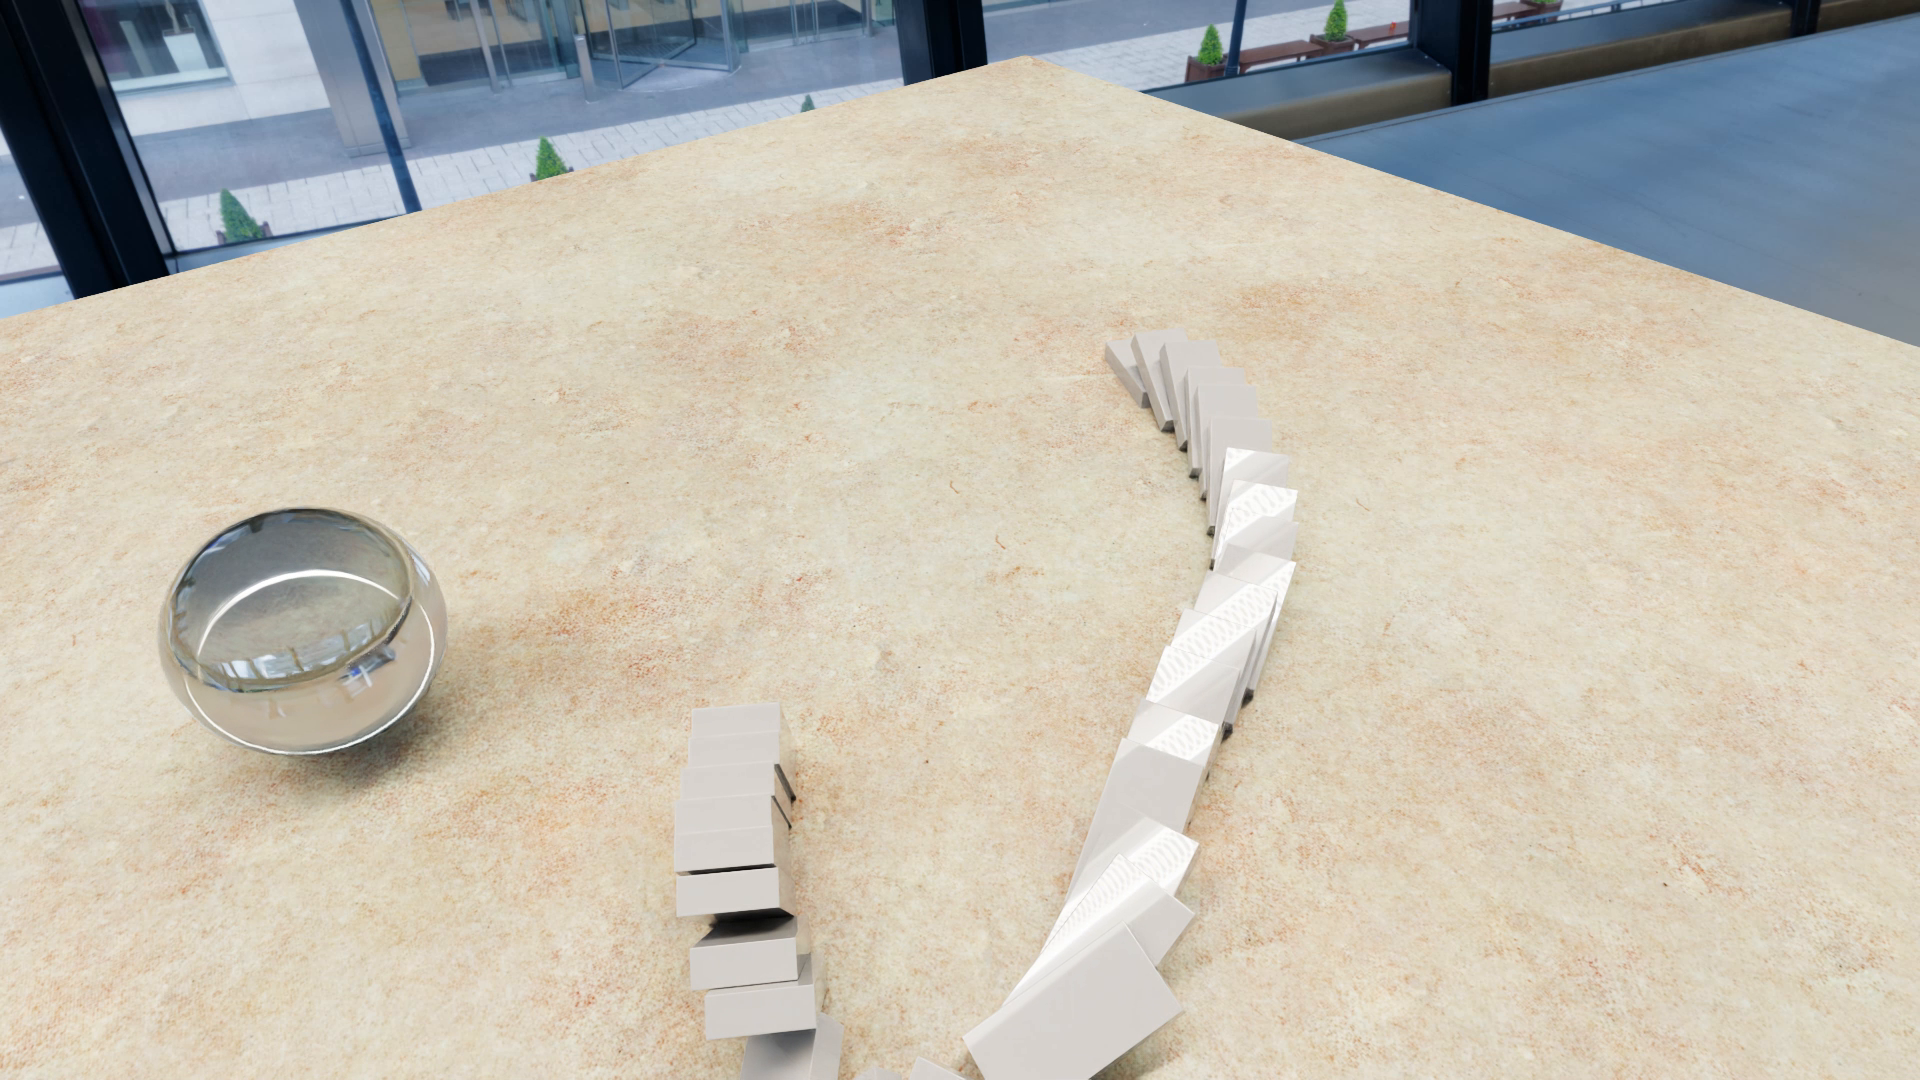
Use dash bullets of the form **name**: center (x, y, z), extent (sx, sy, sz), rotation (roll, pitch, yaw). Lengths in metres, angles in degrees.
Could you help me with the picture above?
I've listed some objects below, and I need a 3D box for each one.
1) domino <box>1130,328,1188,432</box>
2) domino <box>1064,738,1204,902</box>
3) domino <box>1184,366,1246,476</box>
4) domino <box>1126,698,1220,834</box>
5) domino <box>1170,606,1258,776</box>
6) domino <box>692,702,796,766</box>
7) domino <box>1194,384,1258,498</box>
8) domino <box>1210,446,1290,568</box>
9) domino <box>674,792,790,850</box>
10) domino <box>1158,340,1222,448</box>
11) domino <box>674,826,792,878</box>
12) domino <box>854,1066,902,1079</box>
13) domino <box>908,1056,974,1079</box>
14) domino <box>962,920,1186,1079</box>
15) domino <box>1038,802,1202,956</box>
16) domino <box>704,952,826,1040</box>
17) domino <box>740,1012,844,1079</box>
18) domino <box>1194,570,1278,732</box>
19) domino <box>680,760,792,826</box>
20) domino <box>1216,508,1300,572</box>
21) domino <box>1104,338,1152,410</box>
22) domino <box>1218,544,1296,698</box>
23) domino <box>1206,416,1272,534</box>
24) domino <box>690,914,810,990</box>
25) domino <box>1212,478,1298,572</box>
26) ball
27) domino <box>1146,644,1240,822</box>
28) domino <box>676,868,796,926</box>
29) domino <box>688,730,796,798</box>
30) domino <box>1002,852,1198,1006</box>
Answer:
- **domino**: center (0.101, -0.077, 0.521), extent (0.025, 0.010, 0.050), rotation (-9, 65, -11)
- **domino**: center (0.051, 0.086, 0.320), extent (0.025, 0.009, 0.050), rotation (16, 70, 20)
- **domino**: center (0.114, -0.053, 0.489), extent (0.025, 0.010, 0.050), rotation (2, 69, 1)
- **domino**: center (0.059, 0.076, 0.334), extent (0.025, 0.010, 0.050), rotation (17, 68, 20)
- **domino**: center (0.078, 0.050, 0.365), extent (0.025, 0.009, 0.050), rotation (17, 71, 20)
- **domino**: center (-0.065, 0.062, 0.337), extent (0.025, 0.050, 0.009), rotation (-4, 67, -5)
- **domino**: center (0.116, -0.043, 0.475), extent (0.025, 0.010, 0.050), rotation (1, 69, 1)
- **domino**: center (0.116, -0.011, 0.440), extent (0.025, 0.009, 0.050), rotation (9, 68, 11)
- **domino**: center (-0.064, 0.082, 0.312), extent (0.025, 0.050, 0.009), rotation (-4, 67, -5)
- **domino**: center (0.109, -0.067, 0.506), extent (0.025, 0.009, 0.050), rotation (-4, 70, -9)
- **domino**: center (-0.062, 0.089, 0.304), extent (0.025, 0.050, 0.009), rotation (-4, 67, -5)
- **domino**: center (-0.022, 0.150, 0.249), extent (0.025, 0.009, 0.050), rotation (-39, 38, 17)
- **domino**: center (0.008, 0.145, 0.258), extent (0.050, 0.010, 0.025), rotation (17, 71, 20)
- **domino**: center (0.028, 0.121, 0.275), extent (0.050, 0.009, 0.025), rotation (-35, 60, -1)
- **domino**: center (0.044, 0.101, 0.303), extent (0.025, 0.010, 0.050), rotation (23, 73, 26)
- **domino**: center (-0.048, 0.114, 0.277), extent (0.025, 0.050, 0.009), rotation (-4, 78, -5)
- **domino**: center (-0.043, 0.141, 0.261), extent (0.025, 0.009, 0.050), rotation (-30, 32, 24)
- **domino**: center (0.090, 0.038, 0.379), extent (0.025, 0.010, 0.050), rotation (17, 71, 20)
- **domino**: center (-0.064, 0.075, 0.320), extent (0.025, 0.050, 0.010), rotation (-4, 67, -5)
- **domino**: center (0.107, 0.015, 0.408), extent (0.025, 0.009, 0.050), rotation (14, 69, 15)
- **domino**: center (0.092, -0.084, 0.546), extent (0.025, 0.010, 0.050), rotation (-9, 40, -11)
- **domino**: center (0.100, 0.028, 0.391), extent (0.025, 0.009, 0.050), rotation (17, 70, 20)
- **domino**: center (0.116, -0.026, 0.458), extent (0.025, 0.010, 0.050), rotation (4, 68, 5)
- **domino**: center (-0.053, 0.106, 0.286), extent (0.025, 0.050, 0.009), rotation (-4, 78, -5)
- **domino**: center (0.113, 0.002, 0.423), extent (0.025, 0.010, 0.050), rotation (12, 68, 14)
- **ball**: center (-0.208, 0.029, 0.353), extent (0.080, 0.080, 0.080), rotation (0, 39, 0)
- **domino**: center (0.070, 0.061, 0.351), extent (0.025, 0.010, 0.050), rotation (17, 71, 20)
- **domino**: center (-0.059, 0.096, 0.295), extent (0.025, 0.050, 0.009), rotation (-4, 69, -5)
- **domino**: center (-0.064, 0.069, 0.329), extent (0.025, 0.050, 0.009), rotation (-4, 67, -4)
- **domino**: center (0.037, 0.111, 0.289), extent (0.025, 0.010, 0.050), rotation (35, 79, 28)
